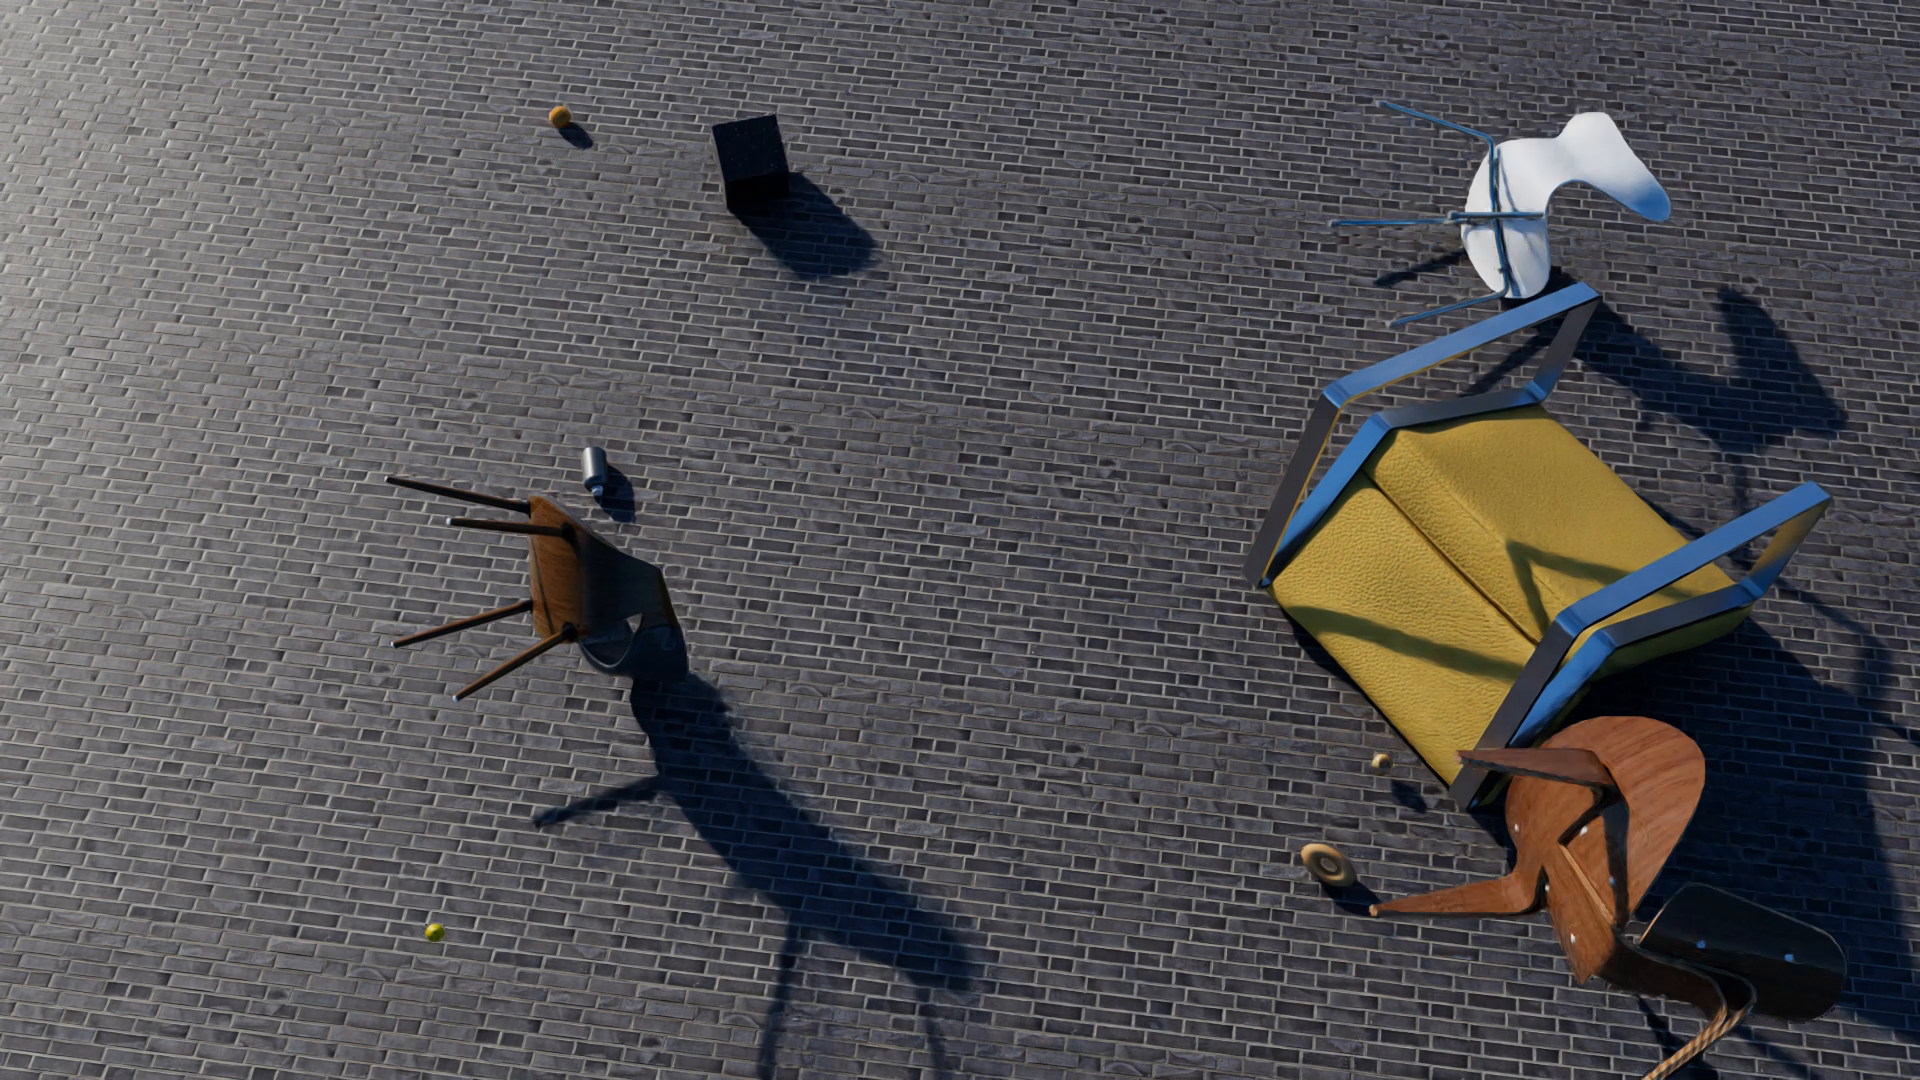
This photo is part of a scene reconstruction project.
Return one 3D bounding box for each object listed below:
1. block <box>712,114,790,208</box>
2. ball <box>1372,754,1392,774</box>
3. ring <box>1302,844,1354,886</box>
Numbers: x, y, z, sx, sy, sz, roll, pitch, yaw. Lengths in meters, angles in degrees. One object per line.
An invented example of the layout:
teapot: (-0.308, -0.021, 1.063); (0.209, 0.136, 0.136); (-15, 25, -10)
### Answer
block: (-0.691, -1.251, 7.276); (0.213, 0.181, 0.212); (-12, 71, -8)
ball: (1.170, 0.621, 6.096); (0.057, 0.057, 0.057); (0, 56, 0)
ring: (0.993, 0.877, 5.931); (0.161, 0.060, 0.091); (33, 94, 6)
